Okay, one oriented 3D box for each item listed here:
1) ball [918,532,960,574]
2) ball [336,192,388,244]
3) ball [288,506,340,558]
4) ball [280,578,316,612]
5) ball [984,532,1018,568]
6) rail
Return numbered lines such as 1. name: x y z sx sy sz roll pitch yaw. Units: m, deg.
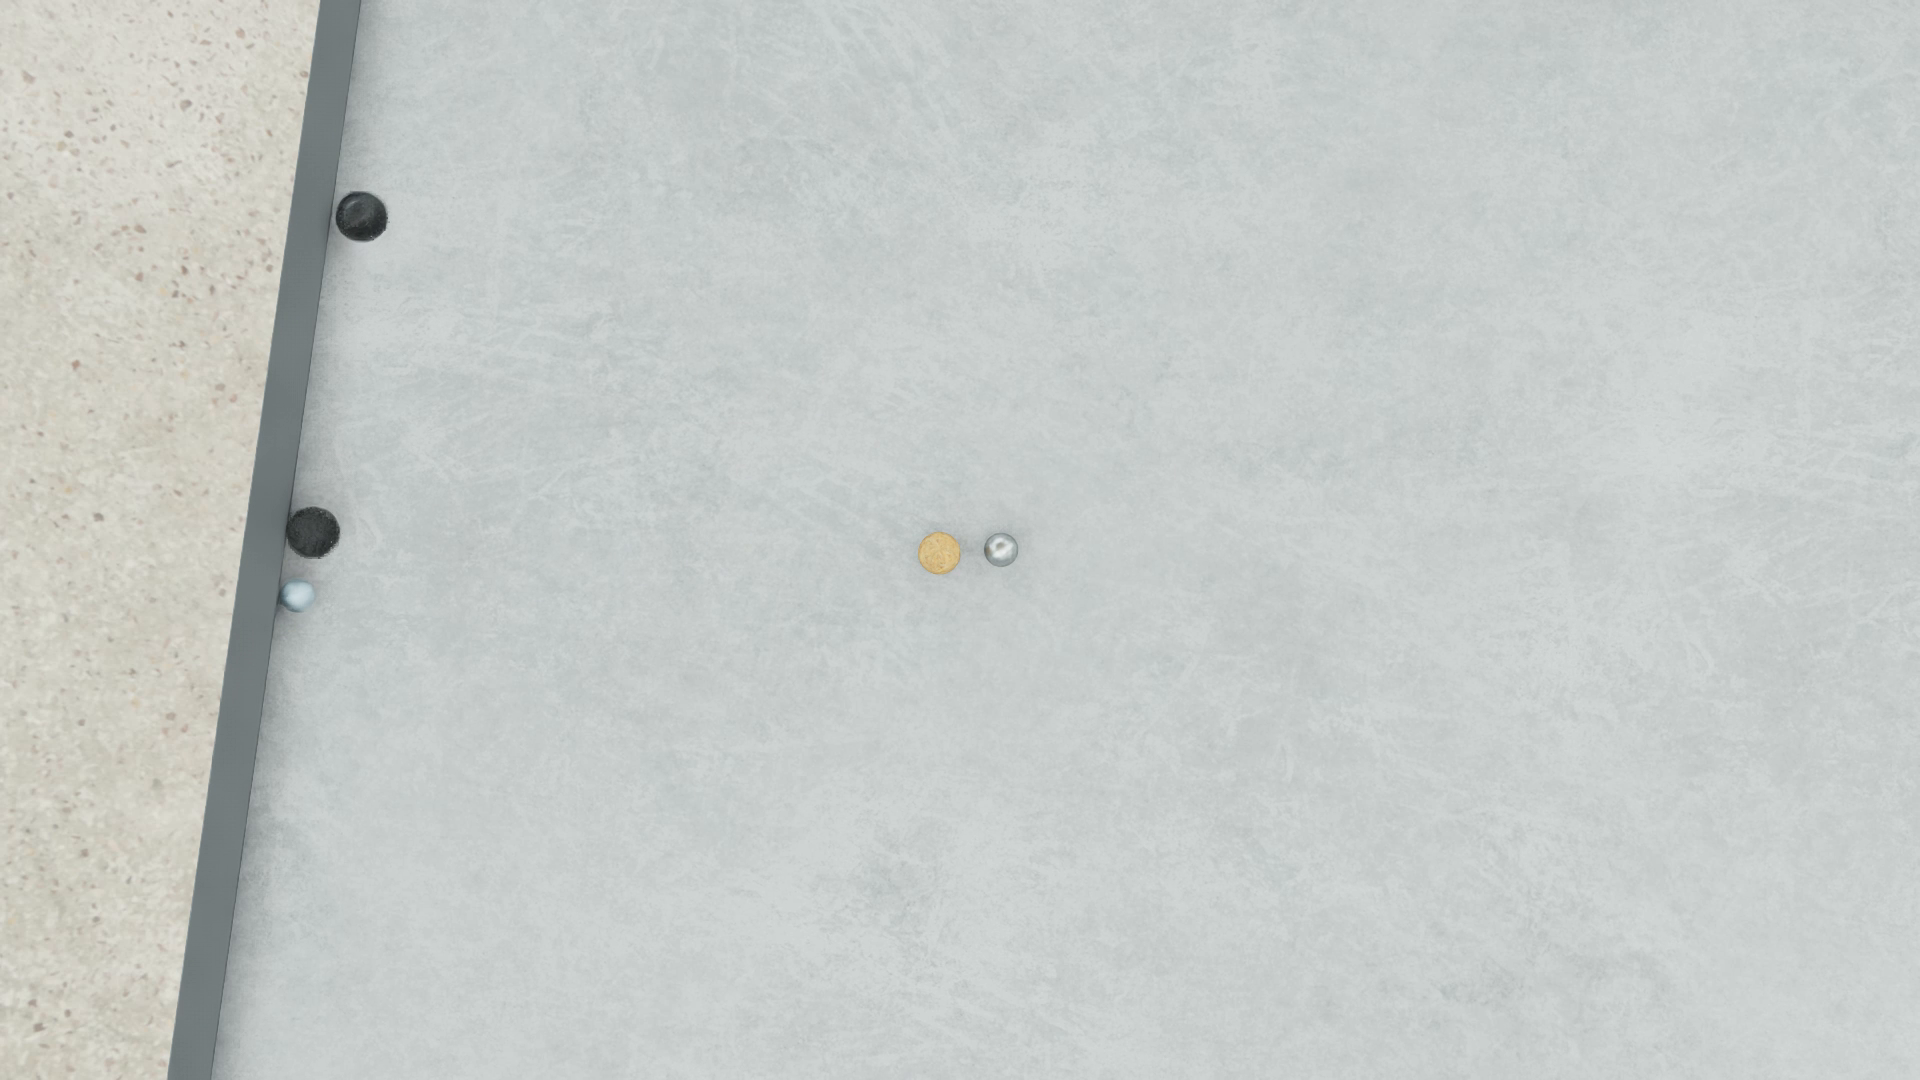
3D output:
1. ball: -0.031 0.020 3.267 0.064 0.064 0.064 0 82 0
2. ball: -0.907 -0.489 3.334 0.077 0.077 0.077 0 82 0
3. ball: -0.960 -0.012 3.266 0.075 0.075 0.075 0 82 0
4. ball: -0.983 0.083 3.265 0.050 0.050 0.050 0 82 0
5. ball: 0.061 0.015 3.274 0.052 0.052 0.052 0 82 0
6. rail: -1.010 -0.097 3.265 0.045 0.100 2.166 5 82 1
